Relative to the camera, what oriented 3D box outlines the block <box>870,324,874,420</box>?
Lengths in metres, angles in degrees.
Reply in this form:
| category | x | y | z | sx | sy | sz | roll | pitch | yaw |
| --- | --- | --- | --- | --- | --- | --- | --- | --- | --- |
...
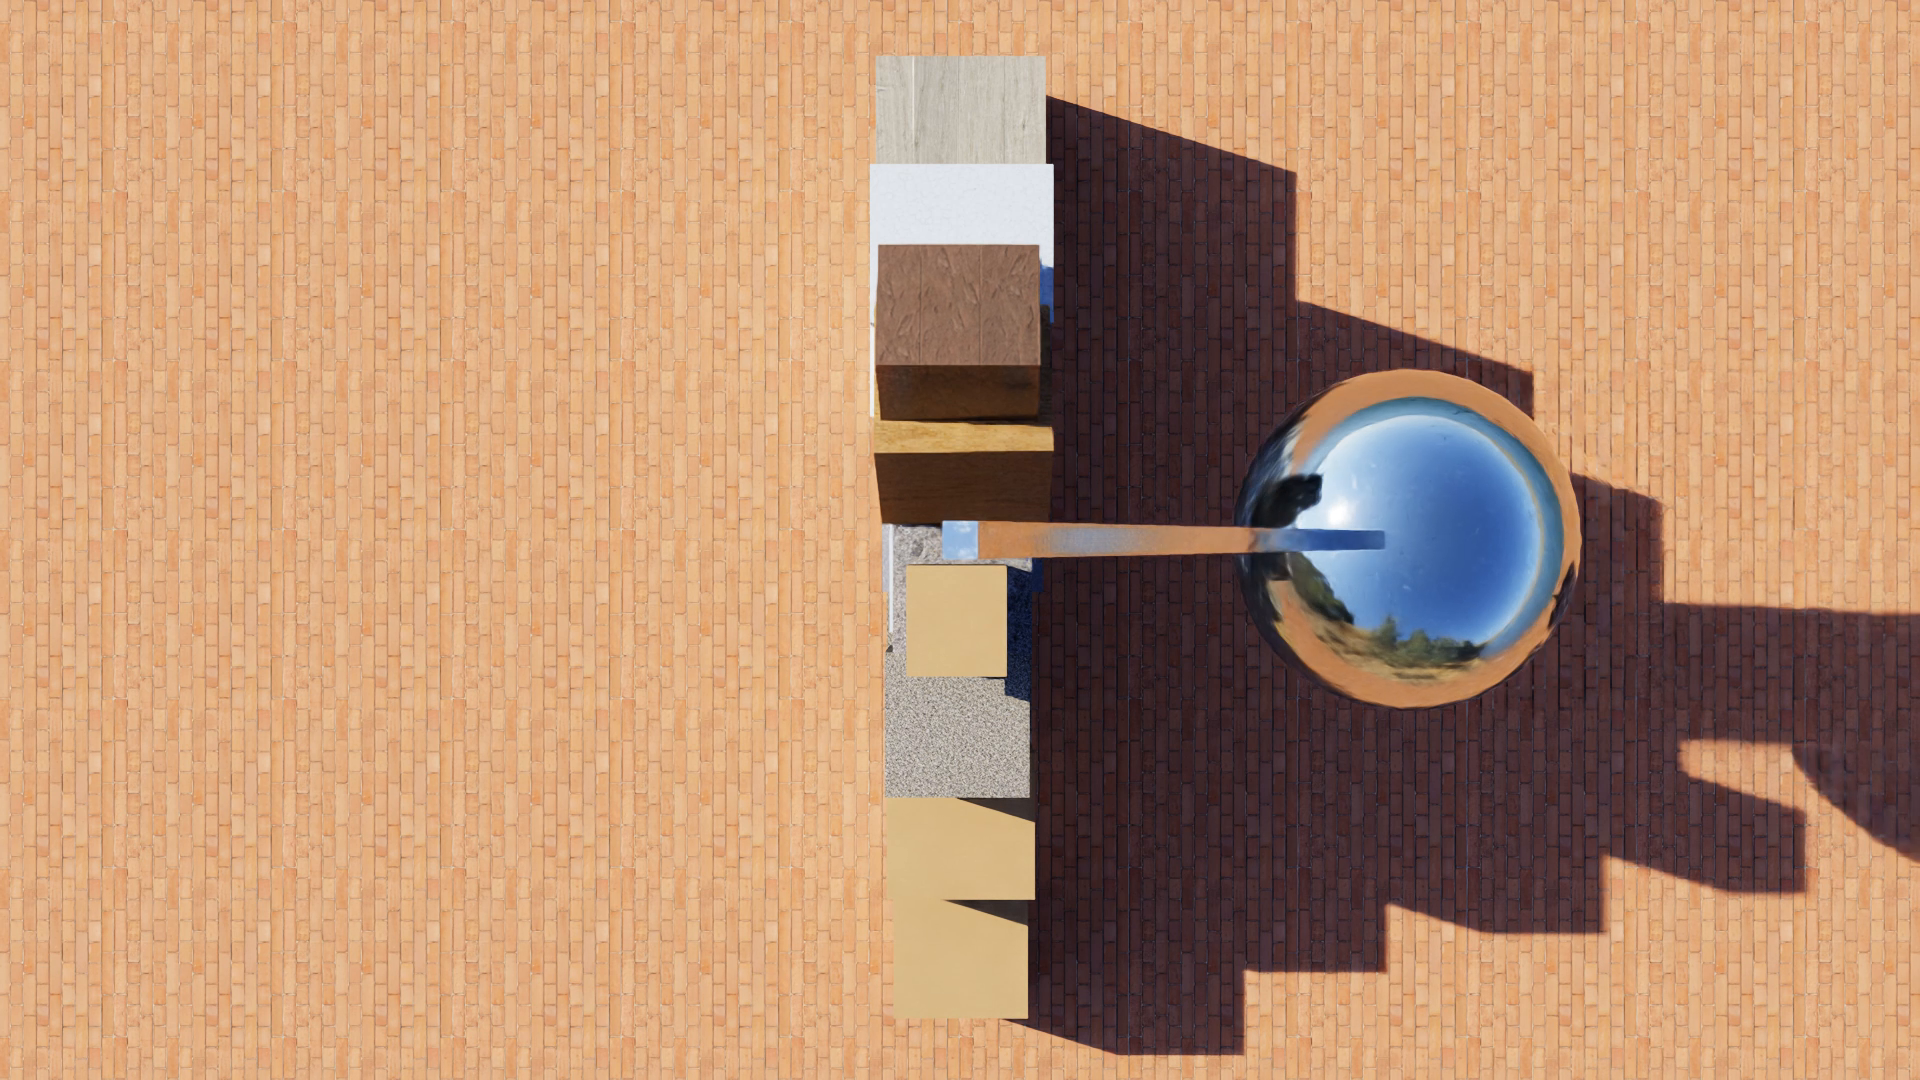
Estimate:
| category | x | y | z | sx | sy | sz | roll | pitch | yaw |
| --- | --- | --- | --- | --- | --- | --- | --- | --- | --- |
| block | 0.003 | -1.158 | 12.493 | 0.984 | 1.013 | 0.965 | 0 | 90 | 0 |

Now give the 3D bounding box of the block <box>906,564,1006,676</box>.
| category | x | y | z | sx | sy | sz | roll | pitch | yaw |
| --- | --- | --- | --- | --- | --- | --- | --- | --- | --- |
| block | -0.015 | 0.364 | 10.162 | 0.450 | 0.562 | 0.499 | 0 | 90 | 0 |

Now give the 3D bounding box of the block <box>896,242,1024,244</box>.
| category | x | y | z | sx | sy | sz | roll | pitch | yaw |
| --- | --- | --- | --- | --- | --- | --- | --- | --- | --- |
| block | 0.001 | -1.124 | 10.802 | 0.611 | 0.603 | 0.598 | -1 | 90 | 0 |

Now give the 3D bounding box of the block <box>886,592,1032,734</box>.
| category | x | y | z | sx | sy | sz | roll | pitch | yaw |
| --- | --- | --- | --- | --- | --- | --- | --- | --- | --- |
| block | -0.005 | 0.684 | 12.580 | 0.799 | 0.840 | 0.785 | 0 | 90 | 0 |

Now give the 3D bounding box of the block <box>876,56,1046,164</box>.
| category | x | y | z | sx | sy | sz | roll | pitch | yaw |
| --- | --- | --- | --- | --- | --- | --- | --- | --- | --- |
| block | 0.004 | -2.147 | 12.506 | 0.929 | 0.989 | 0.993 | 0 | 90 | 0 |

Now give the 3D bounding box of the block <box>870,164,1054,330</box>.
| category | x | y | z | sx | sy | sz | roll | pitch | yaw |
| --- | --- | --- | --- | --- | --- | --- | --- | --- | --- |
| block | 0.009 | -1.499 | 11.545 | 0.925 | 0.883 | 0.800 | 0 | 90 | 0 |

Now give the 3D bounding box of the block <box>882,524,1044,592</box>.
| category | x | y | z | sx | sy | sz | roll | pitch | yaw |
| --- | --- | --- | --- | --- | --- | --- | --- | --- | --- |
| block | 0.015 | -0.192 | 12.486 | 0.874 | 1.028 | 0.948 | 0 | 90 | 0 |

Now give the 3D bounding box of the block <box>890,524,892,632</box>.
| category | x | y | z | sx | sy | sz | roll | pitch | yaw |
| --- | --- | --- | --- | --- | --- | --- | --- | --- | --- |
| block | -0.001 | 0.046 | 11.551 | 0.709 | 0.842 | 0.840 | 0 | 90 | 0 |

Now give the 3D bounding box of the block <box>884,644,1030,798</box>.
| category | x | y | z | sx | sy | sz | roll | pitch | yaw |
| --- | --- | --- | --- | --- | --- | --- | --- | --- | --- |
| block | -0.014 | 0.903 | 11.122 | 0.707 | 0.764 | 0.708 | 0 | 90 | 0 |

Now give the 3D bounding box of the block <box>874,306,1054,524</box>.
| category | x | y | z | sx | sy | sz | roll | pitch | yaw |
| --- | --- | --- | --- | --- | --- | --- | --- | --- | --- |
| block | 0.016 | -0.567 | 10.179 | 0.790 | 0.826 | 0.719 | -1 | 68 | 0 |

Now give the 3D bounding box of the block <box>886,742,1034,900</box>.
| category | x | y | z | sx | sy | sz | roll | pitch | yaw |
| --- | --- | --- | --- | --- | --- | --- | --- | --- | --- |
| block | 0.004 | 1.513 | 11.941 | 0.782 | 0.651 | 0.772 | 0 | 90 | 0 |

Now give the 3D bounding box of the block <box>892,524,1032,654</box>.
| category | x | y | z | sx | sy | sz | roll | pitch | yaw |
| --- | --- | --- | --- | --- | --- | --- | --- | --- | --- |
| block | 0.011 | 0.223 | 10.787 | 0.660 | 0.688 | 0.633 | 0 | 90 | 0 |

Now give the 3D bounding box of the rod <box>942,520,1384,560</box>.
| category | x | y | z | sx | sy | sz | roll | pitch | yaw |
| --- | --- | --- | --- | --- | --- | --- | --- | --- | --- |
| rod | 0.899 | 0.000 | 7.079 | 0.080 | 5.200 | 0.080 | 0 | 90 | 20 |

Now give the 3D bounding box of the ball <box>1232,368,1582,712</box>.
| category | x | y | z | sx | sy | sz | roll | pitch | yaw |
| --- | --- | --- | --- | --- | --- | --- | --- | --- | --- |
| ball | 2.074 | 0.000 | 10.269 | 1.600 | 1.600 | 1.600 | 0 | 90 | 0 |

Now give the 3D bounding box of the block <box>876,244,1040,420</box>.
| category | x | y | z | sx | sy | sz | roll | pitch | yaw |
| --- | --- | --- | --- | --- | --- | --- | --- | --- | --- |
| block | -0.004 | -0.898 | 9.570 | 0.693 | 0.552 | 0.577 | 0 | 68 | 1 |

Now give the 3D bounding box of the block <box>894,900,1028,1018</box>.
| category | x | y | z | sx | sy | sz | roll | pitch | yaw |
| --- | --- | --- | --- | --- | --- | --- | --- | --- | --- |
| block | 0.004 | 2.289 | 12.576 | 0.744 | 0.848 | 0.710 | 0 | 90 | 0 |

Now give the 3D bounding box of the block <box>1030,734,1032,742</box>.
| category | x | y | z | sx | sy | sz | roll | pitch | yaw |
| --- | --- | --- | --- | --- | --- | --- | --- | --- | --- |
| block | -0.004 | 1.505 | 12.633 | 0.802 | 0.734 | 0.837 | 0 | 90 | 0 |
